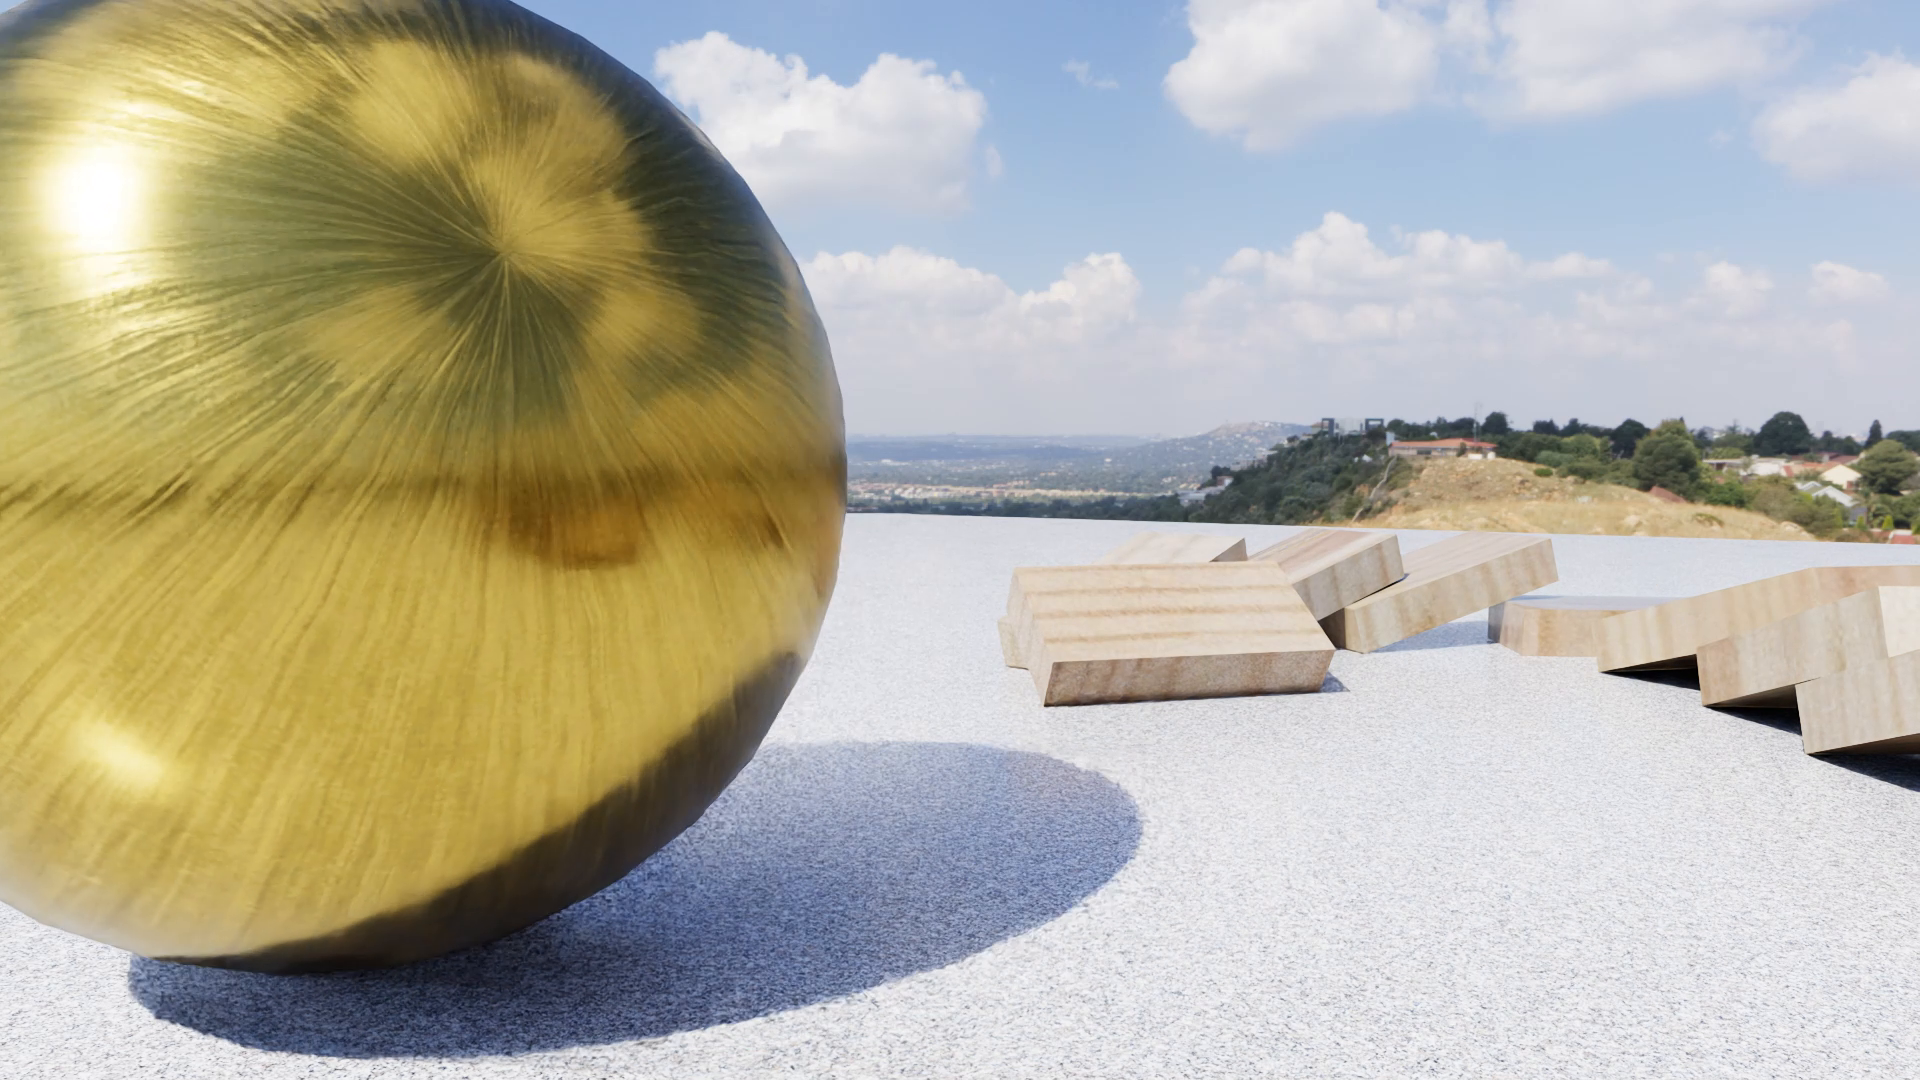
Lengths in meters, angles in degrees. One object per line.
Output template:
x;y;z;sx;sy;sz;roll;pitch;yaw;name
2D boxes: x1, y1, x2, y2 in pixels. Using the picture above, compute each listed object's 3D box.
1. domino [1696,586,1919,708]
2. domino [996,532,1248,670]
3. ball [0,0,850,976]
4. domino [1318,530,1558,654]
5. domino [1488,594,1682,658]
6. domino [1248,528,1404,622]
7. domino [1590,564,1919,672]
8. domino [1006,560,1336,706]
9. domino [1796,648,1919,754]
0.131;0.017;0.184;0.025;0.010;0.050;0;-14;6;domino
0.033;0.012;0.253;0.025;0.010;0.050;4;23;42;domino
-0.049;-0.006;0.108;0.080;0.080;0.080;0;4;0;ball
0.100;0.010;0.278;0.050;0.009;0.025;-17;9;-16;domino
0.139;0.018;0.267;0.050;0.010;0.025;1;4;7;domino
0.066;0.011;0.269;0.050;0.010;0.025;-21;14;-27;domino
0.136;0.014;0.219;0.025;0.010;0.050;-1;-13;-12;domino
0.036;0.015;0.222;0.050;0.010;0.025;-1;36;-15;domino
0.125;0.018;0.152;0.025;0.009;0.050;-1;-15;8;domino
